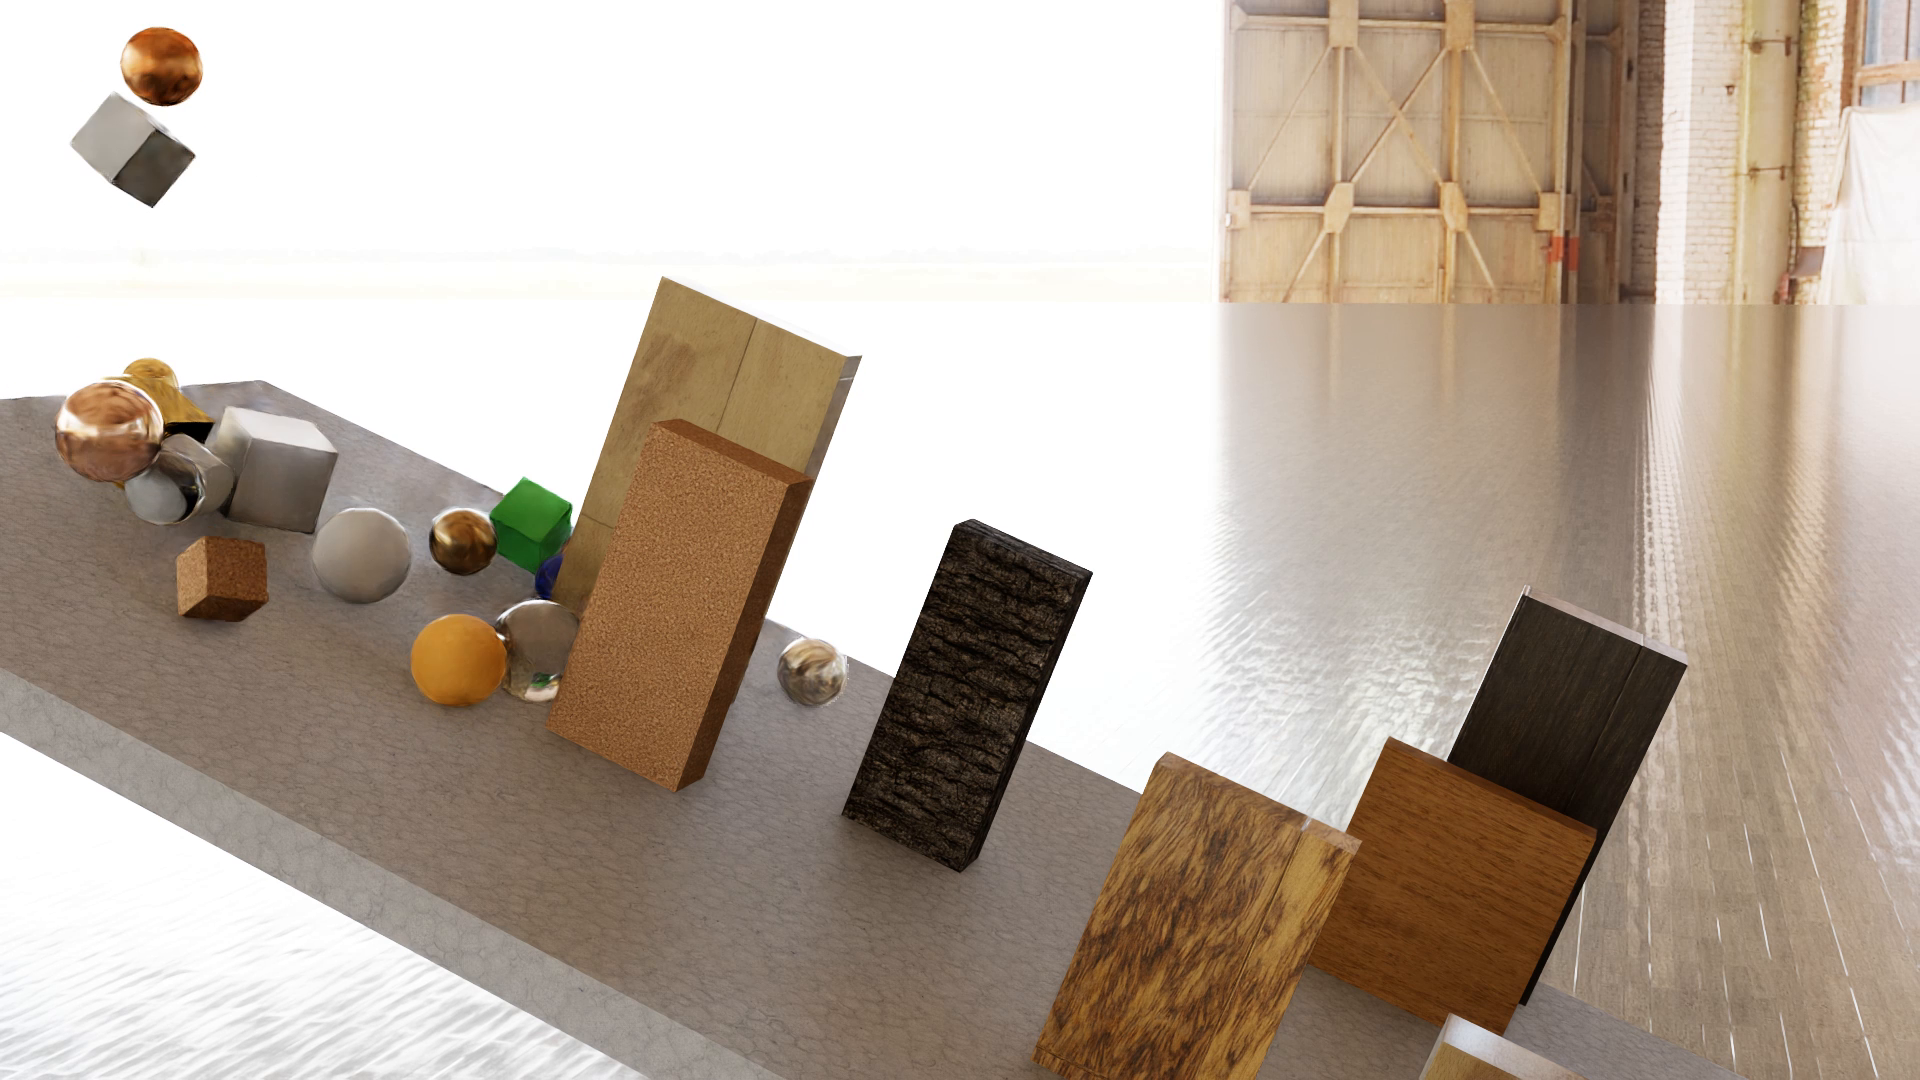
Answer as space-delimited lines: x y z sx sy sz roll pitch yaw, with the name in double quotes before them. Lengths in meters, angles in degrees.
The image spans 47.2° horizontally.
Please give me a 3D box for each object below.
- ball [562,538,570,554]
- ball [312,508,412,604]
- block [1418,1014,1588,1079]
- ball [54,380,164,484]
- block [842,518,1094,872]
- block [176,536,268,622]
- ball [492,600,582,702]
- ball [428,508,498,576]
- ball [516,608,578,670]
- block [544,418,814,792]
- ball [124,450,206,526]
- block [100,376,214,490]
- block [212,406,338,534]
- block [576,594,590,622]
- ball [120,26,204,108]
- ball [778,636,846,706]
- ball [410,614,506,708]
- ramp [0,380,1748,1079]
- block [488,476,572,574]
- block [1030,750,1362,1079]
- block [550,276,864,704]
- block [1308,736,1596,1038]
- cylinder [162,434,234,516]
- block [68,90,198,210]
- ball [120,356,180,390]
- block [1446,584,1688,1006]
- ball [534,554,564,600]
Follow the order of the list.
"ball" -0.804 0.048 4.883 0.166 0.166 0.166 0 7 0
"ball" -1.171 0.031 4.306 0.190 0.190 0.190 0 7 0
"block" 0.744 0.935 3.157 0.273 0.407 0.125 24 13 13
"ball" -1.620 -0.206 4.190 0.197 0.197 0.197 0 7 0
"block" 0.012 0.293 4.171 0.257 0.611 0.121 24 13 13
"block" -1.326 0.071 3.952 0.114 0.114 0.114 9 -27 -43
"ball" -0.796 0.210 4.154 0.194 0.194 0.194 0 7 0
"ball" -1.061 0.004 4.699 0.145 0.145 0.145 0 7 0
"ball" -0.814 0.196 4.345 0.122 0.122 0.122 0 7 0
"block" -0.517 0.118 4.034 0.282 0.614 0.126 24 13 13
"ball" -1.560 -0.101 4.316 0.149 0.149 0.149 0 7 0
"block" -1.676 -0.219 4.508 0.167 0.167 0.167 36 16 18
"block" -1.444 -0.146 4.603 0.186 0.186 0.186 11 16 -38
"block" -0.693 0.217 4.403 0.148 0.148 0.148 14 14 -29
"ball" -1.530 -0.908 4.218 0.153 0.153 0.153 0 7 0
"ball" -0.319 0.283 4.731 0.150 0.150 0.150 0 7 0
"ball" -0.911 0.219 3.994 0.170 0.170 0.170 0 7 0
"ramp" -0.310 0.552 4.197 4.000 0.100 2.000 24 13 13
"block" -0.956 -0.031 4.895 0.131 0.131 0.131 29 54 8
"block" 0.366 0.646 3.450 0.331 0.535 0.089 24 13 13
"block" -0.536 -0.096 4.505 0.425 0.784 0.097 24 13 13
"block" 0.947 0.695 4.326 0.432 0.475 0.080 24 13 13
"cylinder" -1.564 -0.132 4.466 0.122 0.122 0.122 35 21 21
"block" -1.671 -0.788 4.443 0.143 0.143 0.143 40 0 20
"ball" -1.728 -0.332 4.689 0.120 0.120 0.120 0 7 0
"block" 1.193 0.537 4.640 0.354 0.800 0.146 24 13 13
"ball" -0.851 0.091 4.725 0.124 0.124 0.124 0 7 0
